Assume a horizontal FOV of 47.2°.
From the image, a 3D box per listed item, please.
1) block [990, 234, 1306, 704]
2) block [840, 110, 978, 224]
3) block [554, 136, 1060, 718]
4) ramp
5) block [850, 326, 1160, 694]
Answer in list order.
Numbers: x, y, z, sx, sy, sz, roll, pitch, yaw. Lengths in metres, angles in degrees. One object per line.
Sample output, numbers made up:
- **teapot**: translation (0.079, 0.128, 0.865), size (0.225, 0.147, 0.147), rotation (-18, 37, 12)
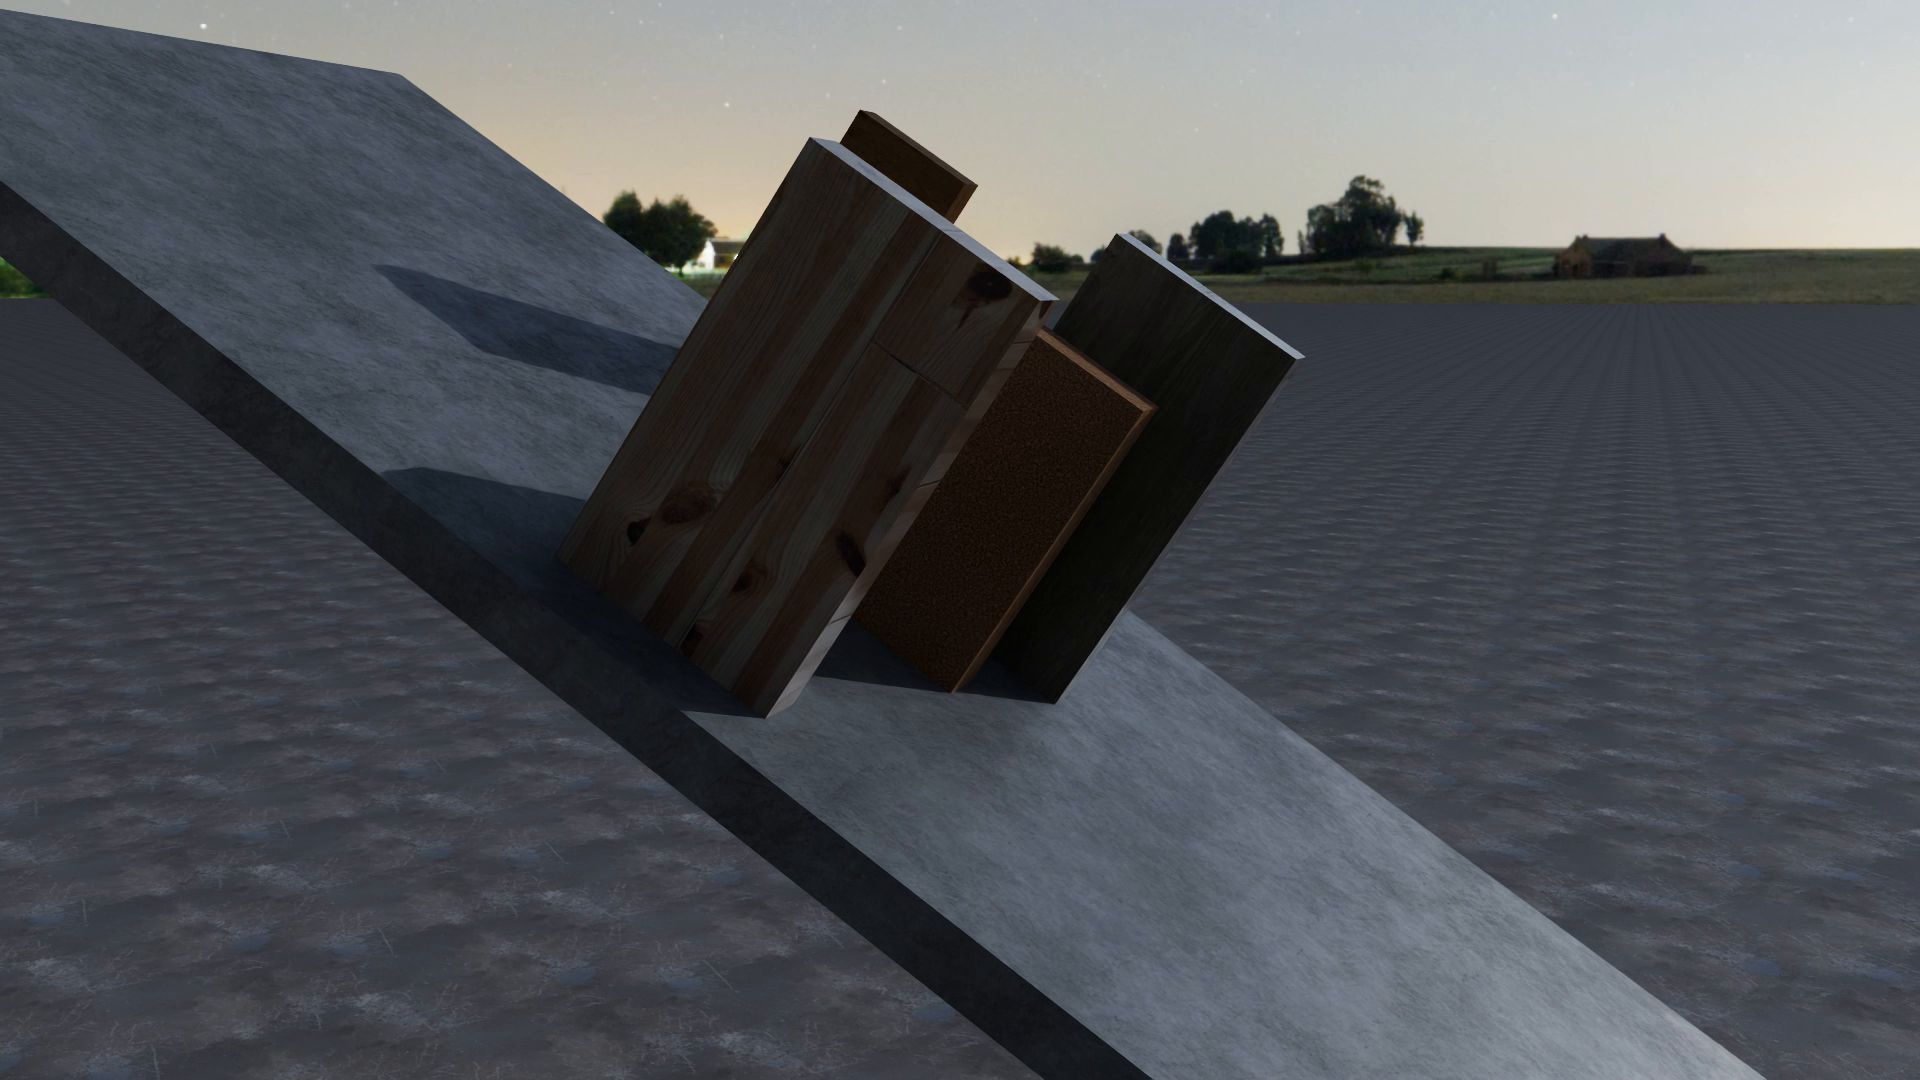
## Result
- **block**: translation (0.246, -0.130, 4.098), size (0.399, 0.784, 0.114), rotation (37, 15, 10)
- **block**: translation (-0.256, -0.563, 4.674), size (0.277, 0.638, 0.094), rotation (37, 15, 10)
- **block**: translation (-0.237, -0.162, 3.272), size (0.415, 0.751, 0.112), rotation (37, 15, 10)
- **ramp**: translation (-0.108, 0.187, 4.090), size (4.000, 0.100, 2.000), rotation (37, 15, 10)
- **block**: translation (-0.007, -0.108, 3.857), size (0.433, 0.603, 0.128), rotation (37, 15, 10)
